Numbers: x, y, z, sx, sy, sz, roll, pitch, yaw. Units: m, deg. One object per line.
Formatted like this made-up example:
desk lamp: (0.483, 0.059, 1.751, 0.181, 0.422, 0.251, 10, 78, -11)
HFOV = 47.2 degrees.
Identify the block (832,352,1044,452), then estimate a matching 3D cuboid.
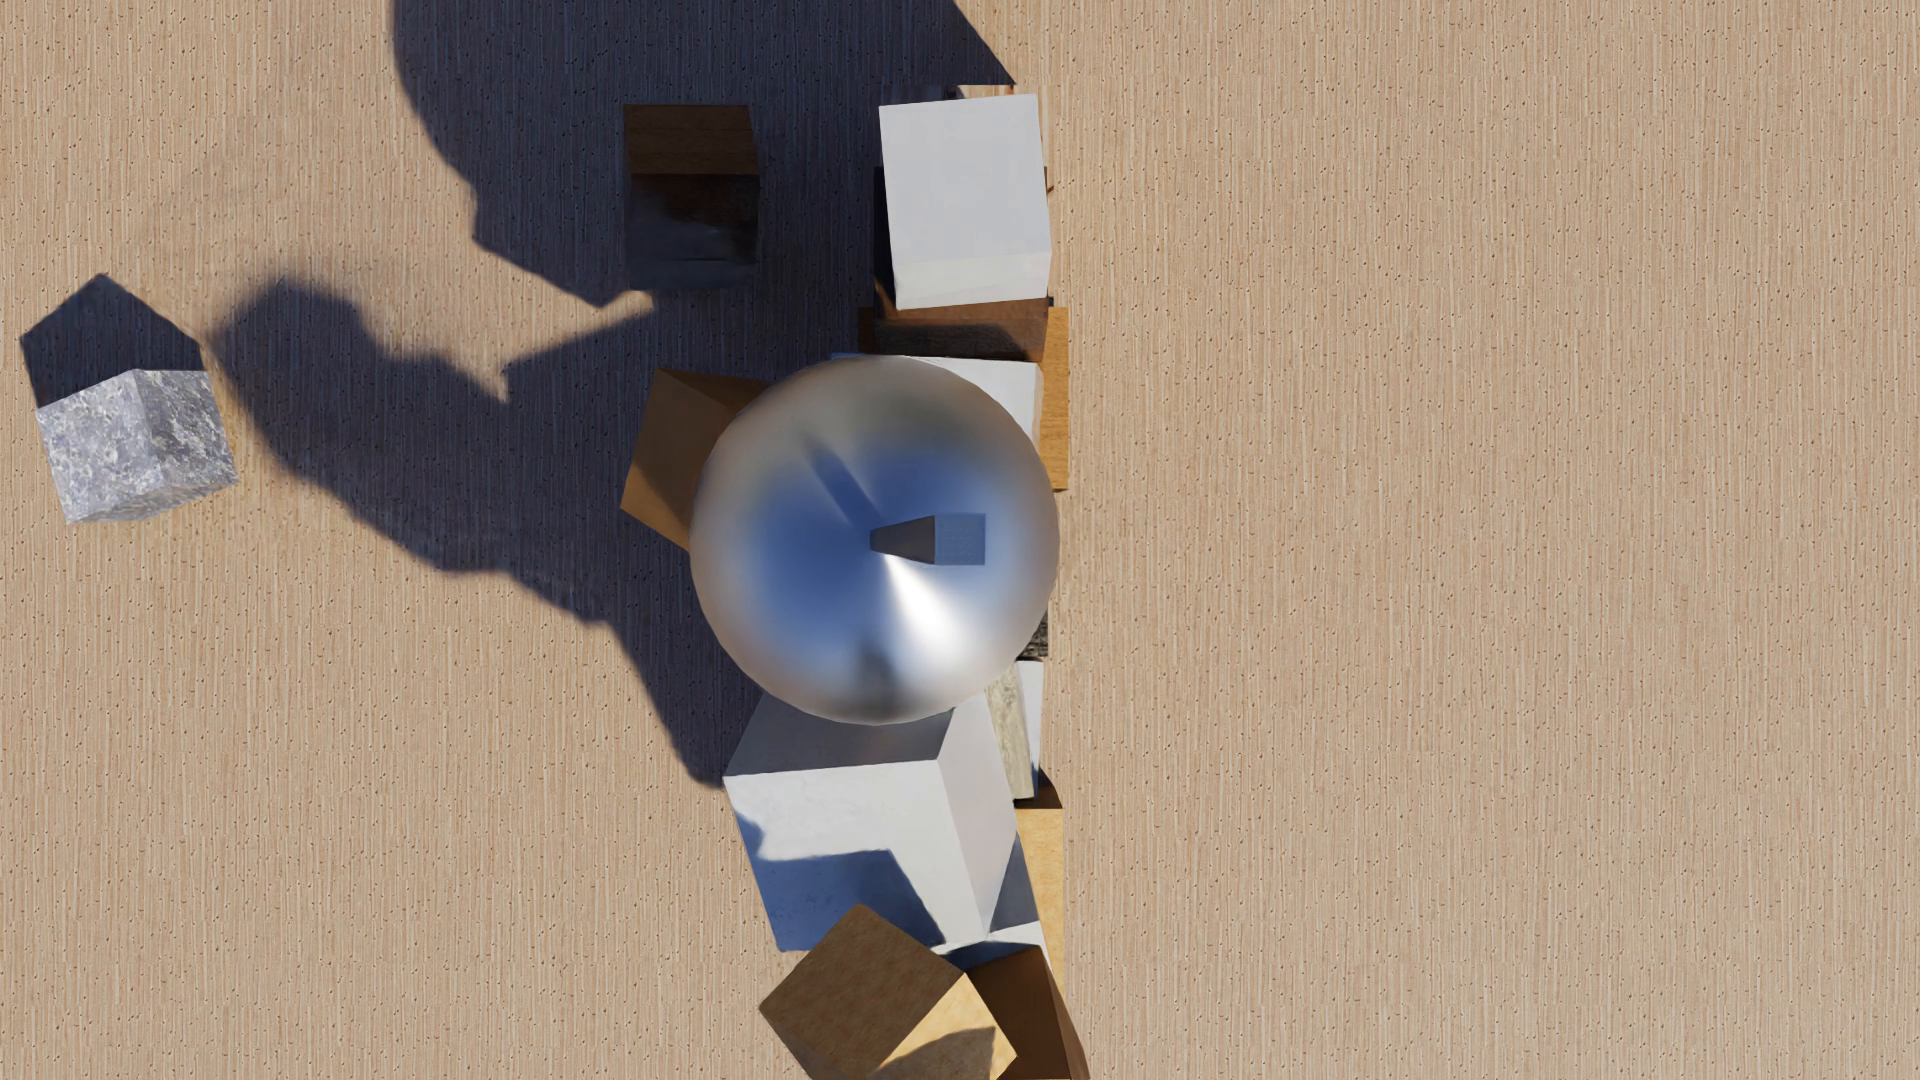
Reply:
block: (-0.125, -0.390, 11.358, 1.018, 0.906, 1.034, 3, 90, 4)

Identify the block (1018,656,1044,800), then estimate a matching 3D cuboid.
block: (0.009, 1.035, 12.587, 0.872, 0.825, 0.763, 3, 90, 0)

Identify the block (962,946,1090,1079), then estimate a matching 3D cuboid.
block: (0.142, 2.684, 10.629, 0.912, 0.913, 0.792, -19, 124, 3)

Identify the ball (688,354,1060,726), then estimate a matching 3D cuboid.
ball: (-0.367, 0.000, 9.465, 1.600, 1.600, 1.600, 0, 90, 0)

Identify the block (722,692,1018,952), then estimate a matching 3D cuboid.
block: (-0.404, 1.278, 10.726, 1.048, 0.921, 1.035, -6, 117, 16)

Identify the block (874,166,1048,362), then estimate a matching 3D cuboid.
block: (0.004, -1.419, 11.449, 0.874, 0.834, 0.797, 0, 79, 0)

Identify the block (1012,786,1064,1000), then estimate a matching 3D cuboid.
block: (0.009, 1.972, 12.430, 1.098, 1.139, 1.042, 0, 90, 0)

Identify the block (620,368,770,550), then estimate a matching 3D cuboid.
block: (-1.062, -0.334, 10.824, 0.874, 0.698, 0.733, 29, 108, 43)

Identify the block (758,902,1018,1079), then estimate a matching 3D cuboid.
block: (-0.328, 2.244, 10.034, 0.672, 0.751, 0.688, -45, 133, -20)

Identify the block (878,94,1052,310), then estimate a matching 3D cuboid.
block: (0.023, -1.631, 10.691, 0.747, 0.735, 0.785, -5, 80, -1)

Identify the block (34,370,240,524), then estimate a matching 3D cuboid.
block: (-4.693, -0.531, 12.561, 0.720, 0.629, 0.674, -18, 86, 20)

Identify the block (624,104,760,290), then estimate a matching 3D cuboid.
block: (-1.497, -1.899, 12.169, 0.681, 0.718, 0.741, -2, 131, -11)

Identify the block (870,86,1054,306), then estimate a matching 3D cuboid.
block: (0.010, -1.867, 12.466, 0.997, 1.068, 1.202, 0, 90, 0)

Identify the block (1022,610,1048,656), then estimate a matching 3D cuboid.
block: (-0.010, 0.181, 12.503, 0.986, 0.994, 0.908, 0, 90, 0)

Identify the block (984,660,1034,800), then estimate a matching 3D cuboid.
block: (-0.093, 0.804, 11.560, 0.817, 0.921, 0.831, -8, 117, 2)

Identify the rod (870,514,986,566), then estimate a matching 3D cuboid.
rod: (-0.159, 0.000, 6.072, 0.080, 5.200, 0.080, 0, 90, -4)

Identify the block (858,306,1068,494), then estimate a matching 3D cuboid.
block: (0.018, -0.765, 12.422, 1.134, 1.156, 0.980, 0, 90, 0)

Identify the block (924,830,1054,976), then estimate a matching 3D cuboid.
block: (0.041, 2.006, 11.266, 0.747, 0.906, 0.783, -14, 124, 0)
